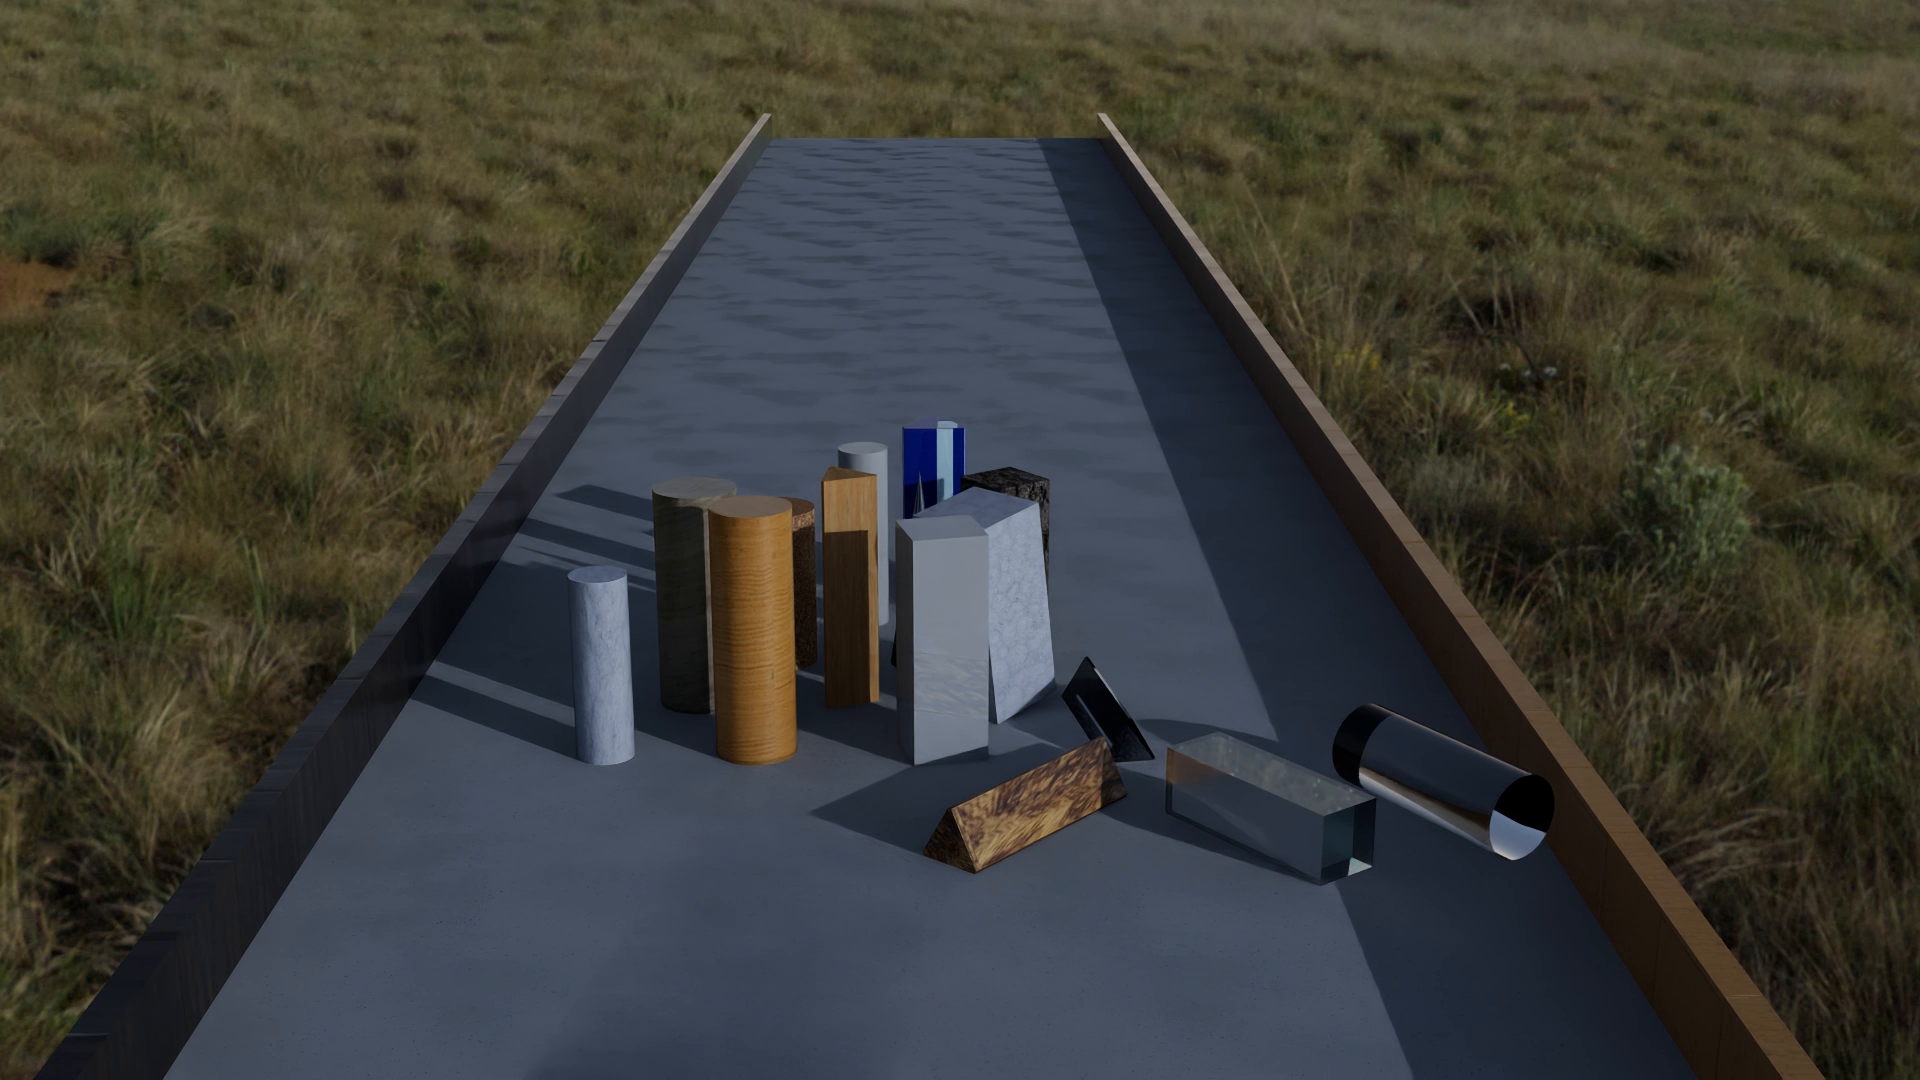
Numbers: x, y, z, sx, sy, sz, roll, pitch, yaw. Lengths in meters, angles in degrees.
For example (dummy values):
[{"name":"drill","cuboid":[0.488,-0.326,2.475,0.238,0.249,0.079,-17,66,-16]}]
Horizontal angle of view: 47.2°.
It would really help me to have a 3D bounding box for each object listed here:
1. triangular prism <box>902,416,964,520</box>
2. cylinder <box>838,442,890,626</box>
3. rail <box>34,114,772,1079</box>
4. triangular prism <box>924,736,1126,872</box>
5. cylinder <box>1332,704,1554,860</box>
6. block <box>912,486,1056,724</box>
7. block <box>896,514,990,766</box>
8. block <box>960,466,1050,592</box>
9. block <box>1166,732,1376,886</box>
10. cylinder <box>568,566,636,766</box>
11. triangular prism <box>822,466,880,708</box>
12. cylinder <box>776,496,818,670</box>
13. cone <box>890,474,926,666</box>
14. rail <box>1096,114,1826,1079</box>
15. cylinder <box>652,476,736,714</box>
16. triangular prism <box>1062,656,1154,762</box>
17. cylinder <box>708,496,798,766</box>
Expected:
[{"name":"triangular prism","cuboid":[-0.056,-0.086,4.877,0.135,0.364,0.117,0,17,1]},{"name":"cylinder","cuboid":[-0.201,-0.011,4.606,0.103,0.375,0.103,0,17,0]},{"name":"rail","cuboid":[-1.118,-0.838,7.780,0.050,0.150,12.000,0,17,-1]},{"name":"triangular prism","cuboid":[0.113,0.424,3.625,0.110,0.095,0.404,14,22,38]},{"name":"cylinder","cuboid":[0.795,0.396,3.644,0.143,0.143,0.372,-10,19,-30]},{"name":"block","cuboid":[0.048,0.120,4.110,0.164,0.386,0.164,15,31,42]},{"name":"block","cuboid":[-0.032,0.178,3.900,0.135,0.416,0.135,-4,17,-14]},{"name":"block","cuboid":[0.094,0.019,4.623,0.132,0.309,0.132,-12,20,-36]},{"name":"block","cuboid":[0.499,0.431,3.570,0.118,0.118,0.356,-12,21,-36]},{"name":"cylinder","cuboid":[-0.634,0.222,3.889,0.104,0.338,0.104,0,17,0]},{"name":"triangular prism","cuboid":[-0.223,0.087,4.155,0.109,0.444,0.094,-7,18,-23]},{"name":"cylinder","cuboid":[-0.362,0.087,4.377,0.152,0.317,0.152,0,17,0]},{"name":"cone","cuboid":[-0.079,0.053,4.353,0.120,0.396,0.120,0,17,0]},{"name":"rail","cuboid":[0.932,-0.844,7.801,0.050,0.150,12.000,0,17,-1]},{"name":"cylinder","cuboid":[-0.493,0.103,4.142,0.156,0.420,0.156,0,17,0]},{"name":"triangular prism","cuboid":[0.271,0.306,4.047,0.093,0.081,0.329,-3,17,-10]},{"name":"cylinder","cuboid":[-0.365,0.160,3.890,0.146,0.456,0.146,0,17,0]}]
